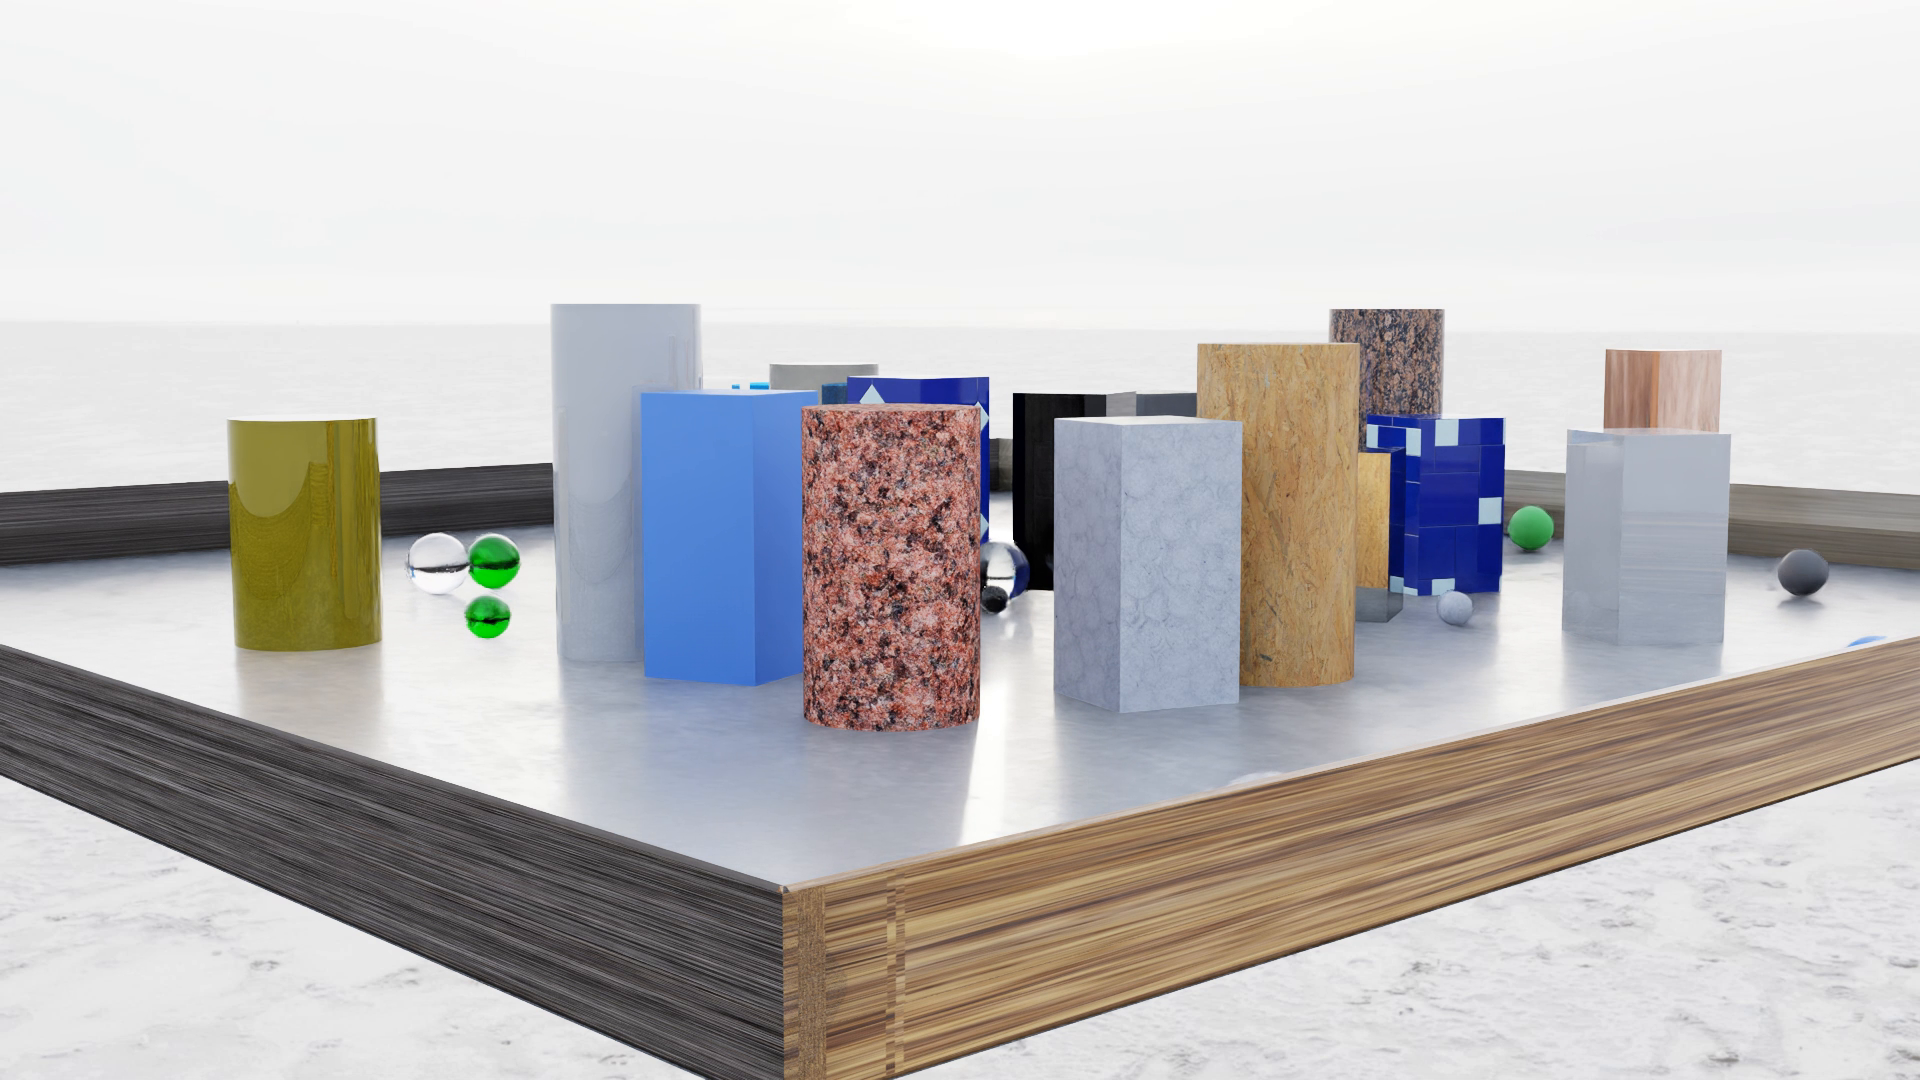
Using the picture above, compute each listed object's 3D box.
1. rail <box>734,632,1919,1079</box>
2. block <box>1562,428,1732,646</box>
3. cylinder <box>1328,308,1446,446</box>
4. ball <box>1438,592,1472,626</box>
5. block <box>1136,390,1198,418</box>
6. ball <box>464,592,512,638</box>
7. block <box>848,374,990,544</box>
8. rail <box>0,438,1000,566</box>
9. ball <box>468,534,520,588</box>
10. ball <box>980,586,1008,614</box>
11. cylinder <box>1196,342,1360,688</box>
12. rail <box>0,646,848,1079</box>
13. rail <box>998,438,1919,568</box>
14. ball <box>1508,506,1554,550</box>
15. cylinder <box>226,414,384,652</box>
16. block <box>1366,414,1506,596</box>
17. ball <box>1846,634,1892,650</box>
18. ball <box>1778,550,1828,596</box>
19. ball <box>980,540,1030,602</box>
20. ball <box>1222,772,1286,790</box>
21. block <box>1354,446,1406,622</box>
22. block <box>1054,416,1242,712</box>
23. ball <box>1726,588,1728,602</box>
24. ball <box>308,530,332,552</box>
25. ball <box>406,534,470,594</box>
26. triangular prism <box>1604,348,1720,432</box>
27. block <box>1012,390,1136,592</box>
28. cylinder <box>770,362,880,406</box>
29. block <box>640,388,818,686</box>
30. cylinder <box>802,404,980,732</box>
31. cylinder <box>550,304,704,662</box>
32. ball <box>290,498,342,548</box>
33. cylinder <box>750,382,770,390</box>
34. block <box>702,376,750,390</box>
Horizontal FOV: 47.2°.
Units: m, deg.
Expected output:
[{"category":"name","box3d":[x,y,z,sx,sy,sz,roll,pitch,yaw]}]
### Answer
[{"category":"rail","box3d":[1.000,0.146,2.254,3.031,0.127,0.045,-5,8,-42]},{"category":"block","box3d":[0.933,-0.008,2.998,0.156,0.280,0.156,-1,6,-12]},{"category":"cylinder","box3d":[0.725,-0.171,3.756,0.195,0.446,0.195,0,6,0]},{"category":"ball","box3d":[0.699,0.097,3.107,0.049,0.049,0.049,0,6,0]},{"category":"block","box3d":[0.337,-0.110,3.863,0.156,0.301,0.156,-4,7,-33]},{"category":"ball","box3d":[-0.640,0.103,2.982,0.062,0.062,0.062,0,6,0]},{"category":"block","box3d":[-0.064,-0.083,3.422,0.156,0.341,0.156,5,8,42]},{"category":"rail","box3d":[-1.000,-0.080,4.410,3.031,0.127,0.045,-5,8,-42]},{"category":"ball","box3d":[-0.747,0.034,3.519,0.087,0.087,0.087,0,6,0]},{"category":"ball","box3d":[0.050,0.088,3.224,0.043,0.043,0.043,0,6,0]},{"category":"cylinder","box3d":[0.385,-0.037,2.678,0.195,0.404,0.195,0,6,0]},{"category":"rail","box3d":[-1.096,0.138,2.326,0.045,0.127,2.997,-5,8,-42]},{"category":"rail","box3d":[1.096,-0.072,4.338,0.045,0.127,2.997,-5,8,-42]},{"category":"ball","box3d":[1.060,-0.022,4.084,0.081,0.081,0.081,0,6,0]},{"category":"cylinder","box3d":[-0.878,-0.014,2.954,0.195,0.301,0.195,0,6,0]},{"category":"block","box3d":[0.758,-0.060,3.517,0.156,0.276,0.156,-2,6,-21]},{"category":"ball","box3d":[1.036,0.147,2.487,0.079,0.079,0.079,0,6,0]},{"category":"ball","box3d":[1.313,0.051,3.427,0.073,0.073,0.073,0,6,0]},{"category":"ball","box3d":[0.058,0.049,3.333,0.097,0.097,0.097,0,6,0]},{"category":"ball","box3d":[0.234,0.224,1.680,0.094,0.094,0.094,0,6,0]},{"category":"block","box3d":[0.562,-0.013,3.223,0.156,0.242,0.156,2,6,20]},{"category":"block","box3d":[0.213,0.022,2.522,0.156,0.319,0.156,-3,7,-26]},{"category":"ball","box3d":[1.075,0.079,3.181,0.068,0.068,0.068,0,6,0]},{"category":"ball","box3d":[-1.180,0.001,4.053,0.042,0.042,0.042,0,6,0]},{"category":"ball","box3d":[-0.817,0.038,3.443,0.096,0.096,0.096,0,6,0]},{"category":"triangular prism","box3d":[1.059,-0.103,3.409,0.169,0.383,0.146,-5,8,-38]},{"category":"block","box3d":[0.185,-0.082,3.542,0.156,0.313,0.156,2,6,22]},{"category":"cylinder","box3d":[-0.240,-0.138,3.905,0.195,0.350,0.195,0,6,0]},{"category":"block","box3d":[-0.279,-0.009,2.693,0.156,0.345,0.156,3,7,26]},{"category":"cylinder","box3d":[-0.075,0.024,2.408,0.195,0.339,0.195,0,6,0]},{"category":"cylinder","box3d":[-0.431,-0.081,2.864,0.195,0.452,0.195,0,6,0]},{"category":"ball","box3d":[-1.206,-0.031,4.114,0.094,0.094,0.094,0,6,0]},{"category":"cylinder","box3d":[-0.355,-0.154,4.287,0.195,0.301,0.195,0,6,0]},{"category":"block","box3d":[-0.449,-0.113,3.768,0.156,0.329,0.156,-2,6,-15]}]
